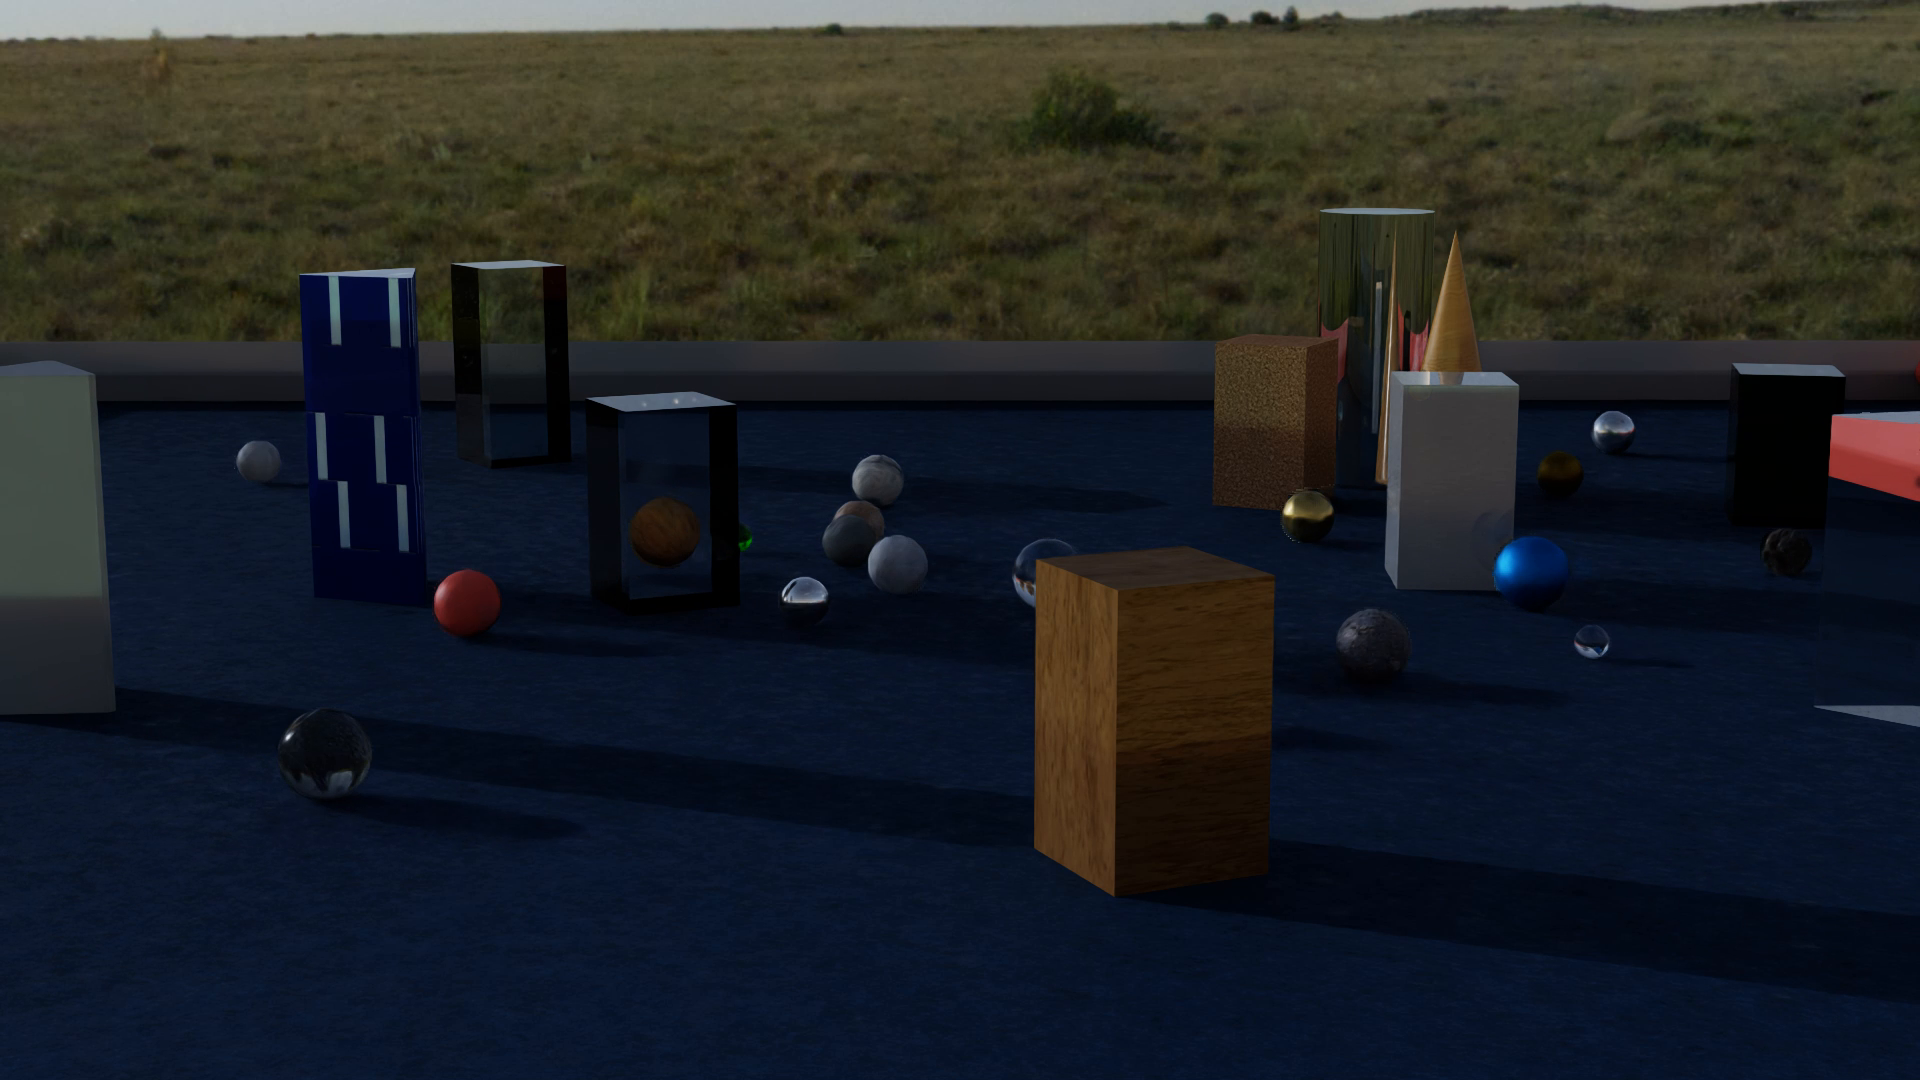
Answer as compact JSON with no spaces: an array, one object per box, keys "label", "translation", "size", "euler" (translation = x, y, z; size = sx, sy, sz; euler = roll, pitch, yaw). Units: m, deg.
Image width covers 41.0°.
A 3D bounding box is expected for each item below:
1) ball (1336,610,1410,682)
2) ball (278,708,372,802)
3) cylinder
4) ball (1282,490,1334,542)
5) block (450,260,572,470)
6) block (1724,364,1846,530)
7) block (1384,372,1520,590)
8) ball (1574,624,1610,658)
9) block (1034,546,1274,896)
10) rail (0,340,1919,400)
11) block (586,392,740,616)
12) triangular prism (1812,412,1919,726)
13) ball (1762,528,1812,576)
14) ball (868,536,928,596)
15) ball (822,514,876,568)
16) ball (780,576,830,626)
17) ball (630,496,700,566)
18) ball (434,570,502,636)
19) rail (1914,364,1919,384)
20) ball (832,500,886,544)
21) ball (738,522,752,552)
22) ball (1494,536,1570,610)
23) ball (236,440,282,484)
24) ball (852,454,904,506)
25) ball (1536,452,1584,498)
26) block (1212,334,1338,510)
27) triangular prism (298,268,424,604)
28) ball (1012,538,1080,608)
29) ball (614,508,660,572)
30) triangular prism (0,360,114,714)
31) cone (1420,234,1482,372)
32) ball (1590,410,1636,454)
[{"label":"ball","translation":[0.492,0.127,3.063],"size":[0.088,0.088,0.088],"euler":[0,10,0]},{"label":"ball","translation":[-0.637,0.215,2.572],"size":[0.092,0.092,0.092],"euler":[0,10,0]},{"label":"cylinder","translation":[0.727,-0.339,4.513],"size":[0.199,0.476,0.199],"euler":[0,10,0]},{"label":"ball","translation":[0.538,-0.037,3.967],"size":[0.081,0.081,0.081],"euler":[0,10,0]},{"label":"block","translation":[-0.834,-0.329,4.765],"size":[0.159,0.365,0.159],"euler":[-7,13,-33]},{"label":"block","translation":[1.332,-0.154,4.150],"size":[0.159,0.244,0.159],"euler":[2,11,11]},{"label":"block","translation":[0.699,-0.087,3.660],"size":[0.159,0.290,0.159],"euler":[1,10,3]},{"label":"ball","translation":[0.786,0.126,3.189],"size":[0.043,0.043,0.043],"euler":[0,10,0]},{"label":"block","translation":[0.176,0.161,2.355],"size":[0.159,0.278,0.159],"euler":[-5,12,-24]},{"label":"rail","translation":[-0.013,-0.368,5.619],"size":[4.292,0.129,0.045],"euler":[0,10,0]},{"label":"block","translation":[-0.408,-0.053,3.515],"size":[0.159,0.276,0.159],"euler":[-5,12,-27]},{"label":"triangular prism","translation":[1.096,0.027,2.916],"size":[0.149,0.338,0.172],"euler":[-10,15,-44]},{"label":"ball","translation":[1.195,0.017,3.709],"size":[0.069,0.069,0.069],"euler":[0,10,0]},{"label":"ball","translation":[-0.087,0.035,3.567],"size":[0.084,0.084,0.084],"euler":[0,10,0]},{"label":"ball","translation":[-0.163,0.002,3.764],"size":[0.078,0.078,0.078],"euler":[0,10,0]},{"label":"ball","translation":[-0.204,0.081,3.370],"size":[0.066,0.066,0.066],"euler":[0,10,0]},{"label":"ball","translation":[-0.389,-0.011,3.389],"size":[0.092,0.092,0.092],"euler":[0,10,0]},{"label":"ball","translation":[-0.635,0.082,3.310],"size":[0.087,0.087,0.087],"euler":[0,10,0]},{"label":"rail","translation":[2.122,0.031,3.461],"size":[0.045,0.129,4.461],"euler":[0,10,0]},{"label":"ball","translation":[-0.153,-0.020,3.876],"size":[0.081,0.081,0.081],"euler":[0,10,0]},{"label":"ball","translation":[-0.339,-0.004,3.880],"size":[0.049,0.049,0.049],"euler":[0,10,0]},{"label":"ball","translation":[0.776,0.044,3.477],"size":[0.099,0.099,0.099],"euler":[0,10,0]},{"label":"ball","translation":[-1.238,-0.139,4.529],"size":[0.077,0.077,0.077],"euler":[0,10,0]},{"label":"ball","translation":[-0.137,-0.099,4.288],"size":[0.087,0.087,0.087],"euler":[0,10,0]},{"label":"ball","translation":[1.024,-0.112,4.380],"size":[0.078,0.078,0.078],"euler":[0,10,0]},{"label":"block","translation":[0.531,-0.199,4.316],"size":[0.159,0.274,0.159],"euler":[5,12,27]},{"label":"triangular prism","translation":[-0.792,-0.149,3.566],"size":[0.172,0.447,0.149],"euler":[4,11,19]},{"label":"ball","translation":[0.120,0.047,3.464],"size":[0.098,0.098,0.098],"euler":[0,10,0]},{"label":"ball","translation":[-0.459,-0.001,3.740],"size":[0.092,0.092,0.092],"euler":[0,10,0]},{"label":"triangular prism","translation":[-1.058,-0.006,2.961],"size":[0.172,0.387,0.149],"euler":[-1,11,-4]},{"label":"cone","translation":[0.820,-0.288,4.284],"size":[0.199,0.460,0.199],"euler":[0,10,0]},{"label":"ball","translation":[1.238,-0.204,4.864],"size":[0.083,0.083,0.083],"euler":[0,10,0]}]
